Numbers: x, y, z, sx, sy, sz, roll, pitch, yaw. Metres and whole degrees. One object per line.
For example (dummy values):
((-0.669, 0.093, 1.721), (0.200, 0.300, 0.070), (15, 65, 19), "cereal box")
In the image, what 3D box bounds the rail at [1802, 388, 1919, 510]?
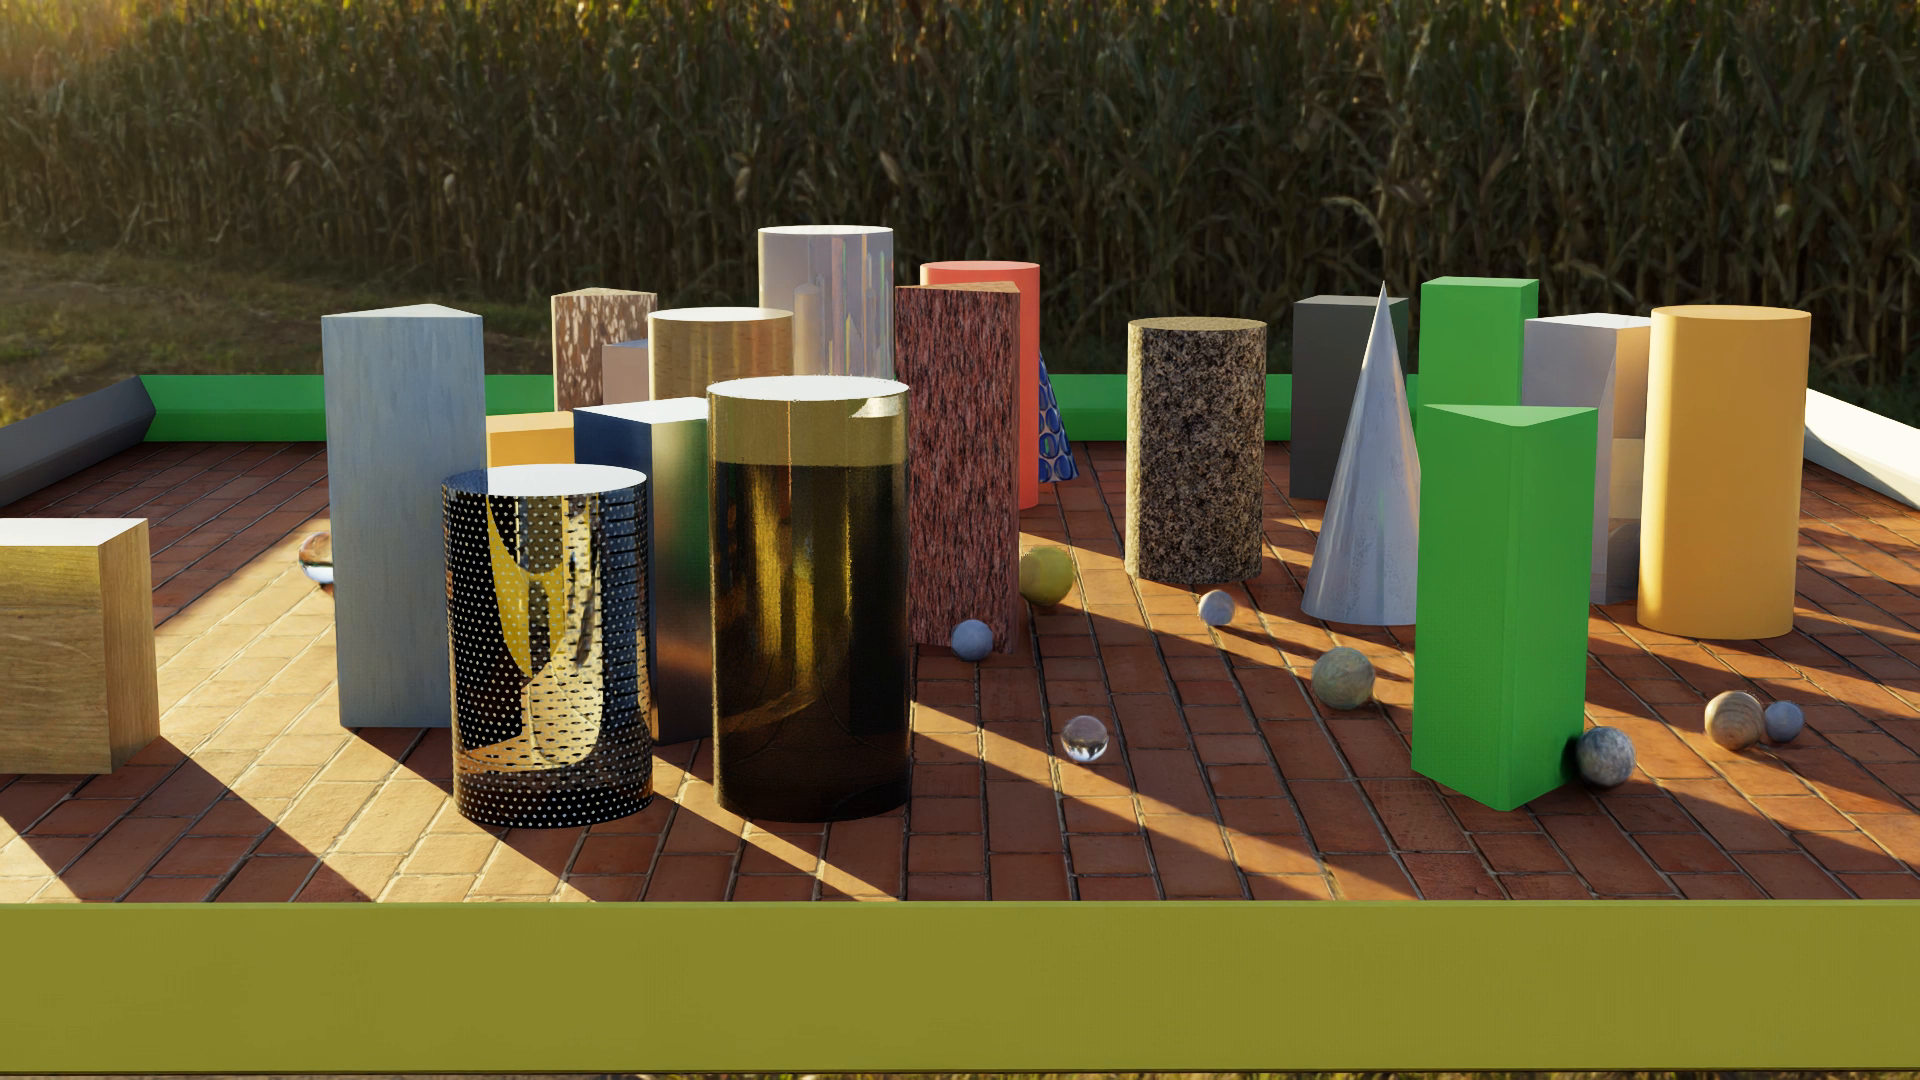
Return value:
((1.573, 0.032, 3.458), (0.045, 0.129, 3.221), (0, 10, 0), "rail")

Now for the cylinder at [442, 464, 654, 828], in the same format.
((-0.407, 0.101, 2.547), (0.198, 0.326, 0.198), (0, 10, 0), "cylinder")

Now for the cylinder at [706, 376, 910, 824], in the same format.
((-0.149, 0.054, 2.558), (0.198, 0.414, 0.198), (0, 10, 0), "cylinder")

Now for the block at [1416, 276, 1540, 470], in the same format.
((0.842, -0.230, 4.183), (0.159, 0.382, 0.159), (4, 11, 22), "block")

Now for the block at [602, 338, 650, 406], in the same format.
((-0.454, -0.167, 4.086), (0.159, 0.293, 0.159), (6, 12, 30), "block")

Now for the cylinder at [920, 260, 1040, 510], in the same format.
((0.033, -0.260, 4.297), (0.198, 0.399, 0.198), (0, 10, 0), "cylinder")

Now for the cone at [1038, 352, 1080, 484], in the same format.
((0.116, -0.272, 4.598), (0.198, 0.313, 0.198), (0, 10, 0), "cone")

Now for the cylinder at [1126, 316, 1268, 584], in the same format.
((0.341, -0.133, 3.713), (0.198, 0.362, 0.198), (0, 10, 0), "cylinder")

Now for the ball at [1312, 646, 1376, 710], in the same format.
((0.439, 0.158, 2.936), (0.072, 0.072, 0.072), (0, 10, 0), "ball")

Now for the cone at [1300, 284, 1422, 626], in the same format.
((0.561, -0.125, 3.436), (0.198, 0.446, 0.198), (0, 10, 0), "cone")

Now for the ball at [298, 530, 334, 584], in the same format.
((-0.903, 0.024, 3.650), (0.075, 0.075, 0.075), (0, 10, 0), "ball")

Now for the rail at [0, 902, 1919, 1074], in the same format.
((0.009, 0.322, 1.888), (3.194, 0.129, 0.045), (0, 10, 0), "rail")

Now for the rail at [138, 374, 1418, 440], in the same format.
((-0.009, -0.256, 5.009), (3.194, 0.129, 0.045), (0, 10, 0), "rail")

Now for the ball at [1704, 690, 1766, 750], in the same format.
((0.834, 0.194, 2.763), (0.064, 0.064, 0.064), (0, 10, 0), "ball")

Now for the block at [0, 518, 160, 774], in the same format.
((-0.962, 0.110, 2.729), (0.159, 0.242, 0.159), (0, 10, 1), "block")

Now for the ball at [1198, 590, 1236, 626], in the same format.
((0.338, 0.090, 3.373), (0.048, 0.048, 0.048), (0, 10, 0), "ball")

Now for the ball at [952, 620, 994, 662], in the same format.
((0.016, 0.124, 3.175), (0.052, 0.052, 0.052), (0, 10, 0), "ball")

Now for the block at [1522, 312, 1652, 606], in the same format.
((0.895, -0.117, 3.580), (0.159, 0.379, 0.159), (-8, 13, -37), "block")

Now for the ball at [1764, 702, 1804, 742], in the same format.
((0.897, 0.198, 2.796), (0.044, 0.044, 0.044), (0, 10, 0), "ball")

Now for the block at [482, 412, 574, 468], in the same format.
((-0.579, -0.035, 3.478), (0.159, 0.254, 0.159), (-5, 12, -27), "block")

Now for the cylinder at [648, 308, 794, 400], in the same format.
((-0.326, -0.116, 3.541), (0.198, 0.392, 0.198), (0, 10, 0), "cylinder")

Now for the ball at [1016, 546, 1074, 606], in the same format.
((0.115, 0.050, 3.498), (0.081, 0.081, 0.081), (0, 10, 0), "ball")

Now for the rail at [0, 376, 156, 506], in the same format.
((-1.573, 0.035, 3.440), (0.045, 0.129, 3.221), (0, 10, 0), "rail")

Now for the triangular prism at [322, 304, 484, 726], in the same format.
((-0.606, -0.031, 2.895), (0.172, 0.458, 0.149), (0, 10, 1), "triangular prism")

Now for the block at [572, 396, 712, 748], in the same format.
((-0.316, 0.030, 2.854), (0.159, 0.353, 0.159), (-9, 14, -39), "block")

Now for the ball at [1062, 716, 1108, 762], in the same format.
((0.132, 0.210, 2.715), (0.050, 0.050, 0.050), (0, 10, 0), "ball")

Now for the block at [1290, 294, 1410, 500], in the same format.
((0.666, -0.244, 4.390), (0.159, 0.333, 0.159), (4, 11, 23), "block")

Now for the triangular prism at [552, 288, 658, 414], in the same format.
((-0.605, -0.243, 4.331), (0.172, 0.353, 0.149), (-3, 11, -15), "triangular prism")

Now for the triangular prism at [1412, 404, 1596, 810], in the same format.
((0.533, 0.059, 2.615), (0.149, 0.384, 0.172), (8, 13, 38), "triangular prism")

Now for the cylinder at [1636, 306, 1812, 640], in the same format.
((0.997, -0.092, 3.356), (0.198, 0.412, 0.198), (0, 10, 0), "cylinder")

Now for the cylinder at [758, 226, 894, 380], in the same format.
((-0.197, -0.215, 3.810), (0.198, 0.488, 0.198), (0, 10, 0), "cylinder")

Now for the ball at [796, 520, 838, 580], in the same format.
((-0.218, 0.014, 3.679), (0.085, 0.085, 0.085), (0, 10, 0), "ball")

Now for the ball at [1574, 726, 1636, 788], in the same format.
((0.658, 0.222, 2.620), (0.062, 0.062, 0.062), (0, 10, 0), "ball")

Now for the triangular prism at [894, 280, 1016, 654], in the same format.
((0.029, -0.099, 3.282), (0.172, 0.452, 0.149), (6, 12, 28), "triangular prism")
